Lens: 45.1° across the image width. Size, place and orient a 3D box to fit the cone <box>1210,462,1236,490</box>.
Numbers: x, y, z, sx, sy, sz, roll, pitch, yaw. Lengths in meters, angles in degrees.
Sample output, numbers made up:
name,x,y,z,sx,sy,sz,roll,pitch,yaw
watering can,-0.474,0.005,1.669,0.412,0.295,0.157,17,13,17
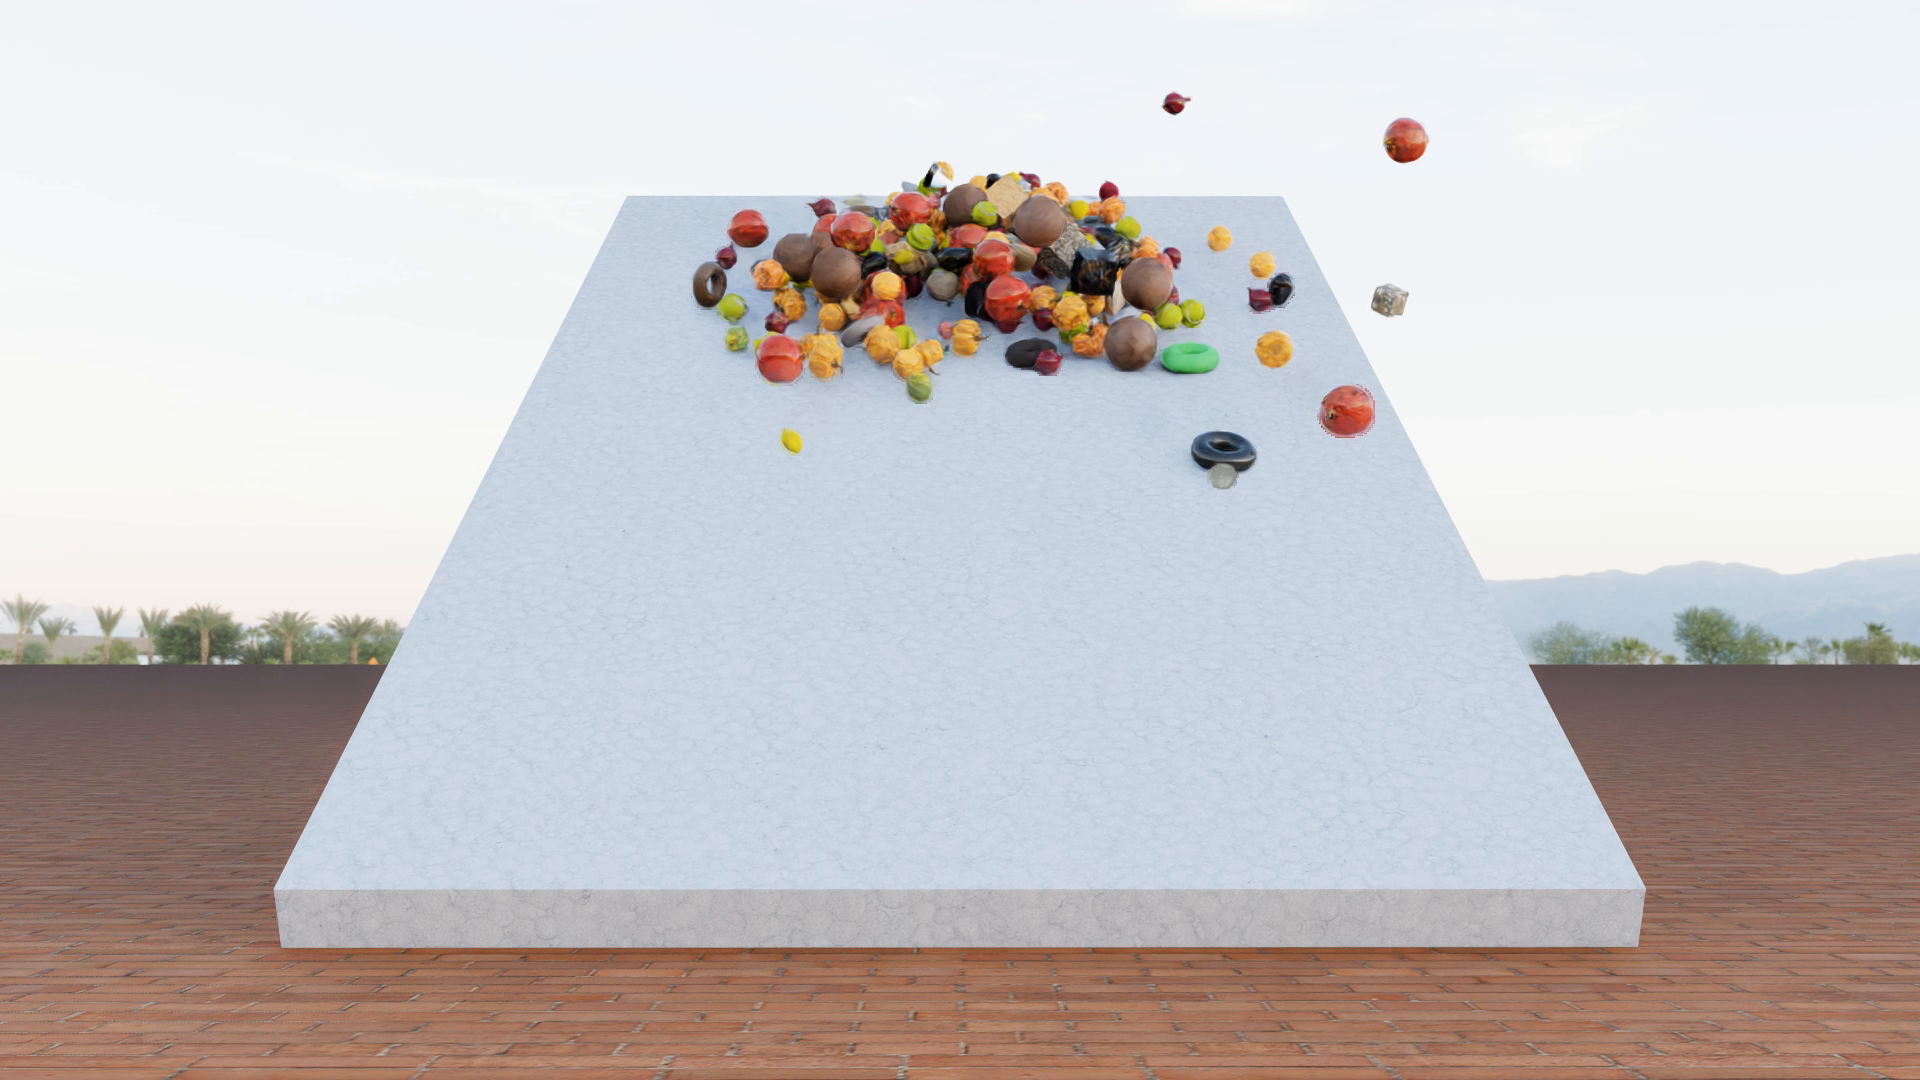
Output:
name,x,y,z,sx,sy,sz,roll,pitch,yaw
cone,0.551,-0.131,4.848,0.057,0.057,0.057,0,-4,5

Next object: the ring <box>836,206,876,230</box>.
name,x,y,z,sx,sy,sz,roll,pitch,yaw
ring,-0.287,-0.936,6.716,0.149,0.050,0.149,1,22,0

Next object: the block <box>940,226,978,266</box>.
name,x,y,z,sx,sy,sz,roll,pitch,yaw
block,-0.003,-0.808,6.343,0.069,0.069,0.069,20,-16,25

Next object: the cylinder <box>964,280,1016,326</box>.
name,x,y,z,sx,sy,sz,roll,pitch,yaw
cylinder,0.076,-0.597,5.823,0.093,0.093,0.093,13,-9,-32

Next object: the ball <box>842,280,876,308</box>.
name,x,y,z,sx,sy,sz,roll,pitch,yaw
ball,-0.261,-0.626,5.934,0.087,0.087,0.087,0,-3,0

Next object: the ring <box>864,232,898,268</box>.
name,x,y,z,sx,sy,sz,roll,pitch,yaw
ring,-0.215,-0.795,6.321,0.039,0.118,0.118,40,-17,-17

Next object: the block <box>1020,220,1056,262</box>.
name,x,y,z,sx,sy,sz,roll,pitch,yaw
block,0.218,-0.814,6.316,0.088,0.088,0.088,25,5,15

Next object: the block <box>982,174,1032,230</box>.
name,x,y,z,sx,sy,sz,roll,pitch,yaw
block,0.128,-0.934,6.385,0.095,0.095,0.095,-40,-11,-4

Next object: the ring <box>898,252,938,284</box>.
name,x,y,z,sx,sy,sz,roll,pitch,yaw
ring,-0.122,-0.731,6.155,0.130,0.043,0.130,-1,-31,-1

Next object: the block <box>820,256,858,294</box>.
name,x,y,z,sx,sy,sz,roll,pitch,yaw
block,-0.309,-0.677,5.887,0.058,0.058,0.058,-41,4,38

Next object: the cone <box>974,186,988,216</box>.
name,x,y,z,sx,sy,sz,roll,pitch,yaw
cone,0.056,-0.971,6.542,0.073,0.073,0.073,-22,30,14

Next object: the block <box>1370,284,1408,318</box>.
name,x,y,z,sx,sy,sz,roll,pitch,yaw
block,1.113,-0.620,5.990,0.063,0.063,0.063,-19,39,-41

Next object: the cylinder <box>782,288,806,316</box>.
name,x,y,z,sx,sy,sz,roll,pitch,yaw
cylinder,-0.428,-0.613,5.939,0.059,0.059,0.059,0,23,0

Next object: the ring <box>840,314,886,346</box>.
name,x,y,z,sx,sy,sz,roll,pitch,yaw
ring,-0.236,-0.508,5.608,0.120,0.040,0.120,-28,-4,-2

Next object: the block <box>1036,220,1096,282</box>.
name,x,y,z,sx,sy,sz,roll,pitch,yaw
block,0.272,-0.744,5.946,0.093,0.093,0.093,-42,-2,-19

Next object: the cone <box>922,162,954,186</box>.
name,x,y,z,sx,sy,sz,roll,pitch,yaw
cone,-0.051,-0.997,6.400,0.078,0.078,0.078,27,-1,5

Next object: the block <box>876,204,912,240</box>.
name,x,y,z,sx,sy,sz,roll,pitch,yaw
block,-0.188,-0.903,6.593,0.082,0.082,0.082,-7,24,-19

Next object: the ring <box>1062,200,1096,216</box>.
name,x,y,z,sx,sy,sz,roll,pitch,yaw
ring,0.351,-0.984,6.850,0.109,0.036,0.109,0,22,0

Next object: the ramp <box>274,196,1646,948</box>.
name,x,y,z,sx,sy,sz,roll,pitch,yaw
ramp,-0.007,-0.225,5.229,2.000,0.100,4.000,0,23,0

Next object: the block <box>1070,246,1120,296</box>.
name,x,y,z,sx,sy,sz,roll,pitch,yaw
block,0.341,-0.679,5.848,0.091,0.091,0.091,3,27,-14

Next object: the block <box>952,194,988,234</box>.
name,x,y,z,sx,sy,sz,roll,pitch,yaw
block,0.029,-0.937,6.649,0.093,0.093,0.093,-6,24,-1

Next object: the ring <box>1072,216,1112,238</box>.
name,x,y,z,sx,sy,sz,roll,pitch,yaw
ring,0.376,-0.901,6.646,0.123,0.041,0.123,-4,23,2

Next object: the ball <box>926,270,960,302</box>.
name,x,y,z,sx,sy,sz,roll,pitch,yaw
ball,-0.043,-0.652,5.920,0.083,0.083,0.083,0,-3,0

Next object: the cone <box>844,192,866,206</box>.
name,x,y,z,sx,sy,sz,roll,pitch,yaw
cone,-0.325,-1.001,6.854,0.064,0.064,0.064,13,6,38

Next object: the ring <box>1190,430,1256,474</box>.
name,x,y,z,sx,sy,sz,roll,pitch,yaw
ring,0.563,-0.188,4.939,0.143,0.048,0.143,4,30,-2

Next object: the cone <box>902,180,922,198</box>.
name,x,y,z,sx,sy,sz,roll,pitch,yaw
cone,-0.133,-1.012,6.638,0.054,0.054,0.054,-14,1,-16

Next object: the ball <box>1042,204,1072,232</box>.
name,x,y,z,sx,sy,sz,roll,pitch,yaw
ball,0.278,-0.922,6.639,0.086,0.086,0.086,0,-3,0

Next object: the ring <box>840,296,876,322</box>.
name,x,y,z,sx,sy,sz,roll,pitch,yaw
ring,-0.253,-0.572,5.817,0.114,0.038,0.114,38,13,-10

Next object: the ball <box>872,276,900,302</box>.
name,x,y,z,sx,sy,sz,roll,pitch,yaw
ball,-0.192,-0.649,5.975,0.070,0.070,0.070,0,-3,0

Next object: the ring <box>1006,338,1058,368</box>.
name,x,y,z,sx,sy,sz,roll,pitch,yaw
ring,0.173,-0.450,5.571,0.125,0.042,0.125,-5,25,2

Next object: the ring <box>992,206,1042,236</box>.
name,x,y,z,sx,sy,sz,roll,pitch,yaw
ring,0.163,-0.918,6.654,0.148,0.049,0.148,-12,30,7

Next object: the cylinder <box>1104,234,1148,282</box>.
name,x,y,z,sx,sy,sz,roll,pitch,yaw
cylinder,0.438,-0.753,6.183,0.092,0.092,0.092,31,-14,-18

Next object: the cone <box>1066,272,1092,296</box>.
name,x,y,z,sx,sy,sz,roll,pitch,yaw
cone,0.309,-0.689,6.047,0.088,0.088,0.088,11,-3,0

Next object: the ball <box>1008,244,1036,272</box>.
name,x,y,z,sx,sy,sz,roll,pitch,yaw
ball,0.164,-0.740,6.071,0.072,0.072,0.072,0,-3,0

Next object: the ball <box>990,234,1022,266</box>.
name,x,y,z,sx,sy,sz,roll,pitch,yaw
ball,0.126,-0.785,6.236,0.086,0.086,0.086,0,-3,0

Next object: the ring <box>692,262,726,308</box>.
name,x,y,z,sx,sy,sz,roll,pitch,yaw
ring,-0.642,-0.655,5.916,0.040,0.119,0.119,10,2,31

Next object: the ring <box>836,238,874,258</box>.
name,x,y,z,sx,sy,sz,roll,pitch,yaw
ring,-0.289,-0.815,6.442,0.116,0.039,0.116,0,21,0

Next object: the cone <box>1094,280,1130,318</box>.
name,x,y,z,sx,sy,sz,roll,pitch,yaw
cone,0.393,-0.603,5.941,0.095,0.095,0.095,0,-41,0

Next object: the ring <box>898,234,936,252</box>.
name,x,y,z,sx,sy,sz,roll,pitch,yaw
ring,-0.112,-0.778,6.072,0.104,0.035,0.104,-4,22,2

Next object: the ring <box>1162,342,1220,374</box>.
name,x,y,z,sx,sy,sz,roll,pitch,yaw
ring,0.553,-0.437,5.544,0.140,0.047,0.140,-1,23,1

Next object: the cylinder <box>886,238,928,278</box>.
name,x,y,z,sx,sy,sz,roll,pitch,yaw
cylinder,-0.138,-0.728,5.969,0.087,0.087,0.087,-15,-5,8
